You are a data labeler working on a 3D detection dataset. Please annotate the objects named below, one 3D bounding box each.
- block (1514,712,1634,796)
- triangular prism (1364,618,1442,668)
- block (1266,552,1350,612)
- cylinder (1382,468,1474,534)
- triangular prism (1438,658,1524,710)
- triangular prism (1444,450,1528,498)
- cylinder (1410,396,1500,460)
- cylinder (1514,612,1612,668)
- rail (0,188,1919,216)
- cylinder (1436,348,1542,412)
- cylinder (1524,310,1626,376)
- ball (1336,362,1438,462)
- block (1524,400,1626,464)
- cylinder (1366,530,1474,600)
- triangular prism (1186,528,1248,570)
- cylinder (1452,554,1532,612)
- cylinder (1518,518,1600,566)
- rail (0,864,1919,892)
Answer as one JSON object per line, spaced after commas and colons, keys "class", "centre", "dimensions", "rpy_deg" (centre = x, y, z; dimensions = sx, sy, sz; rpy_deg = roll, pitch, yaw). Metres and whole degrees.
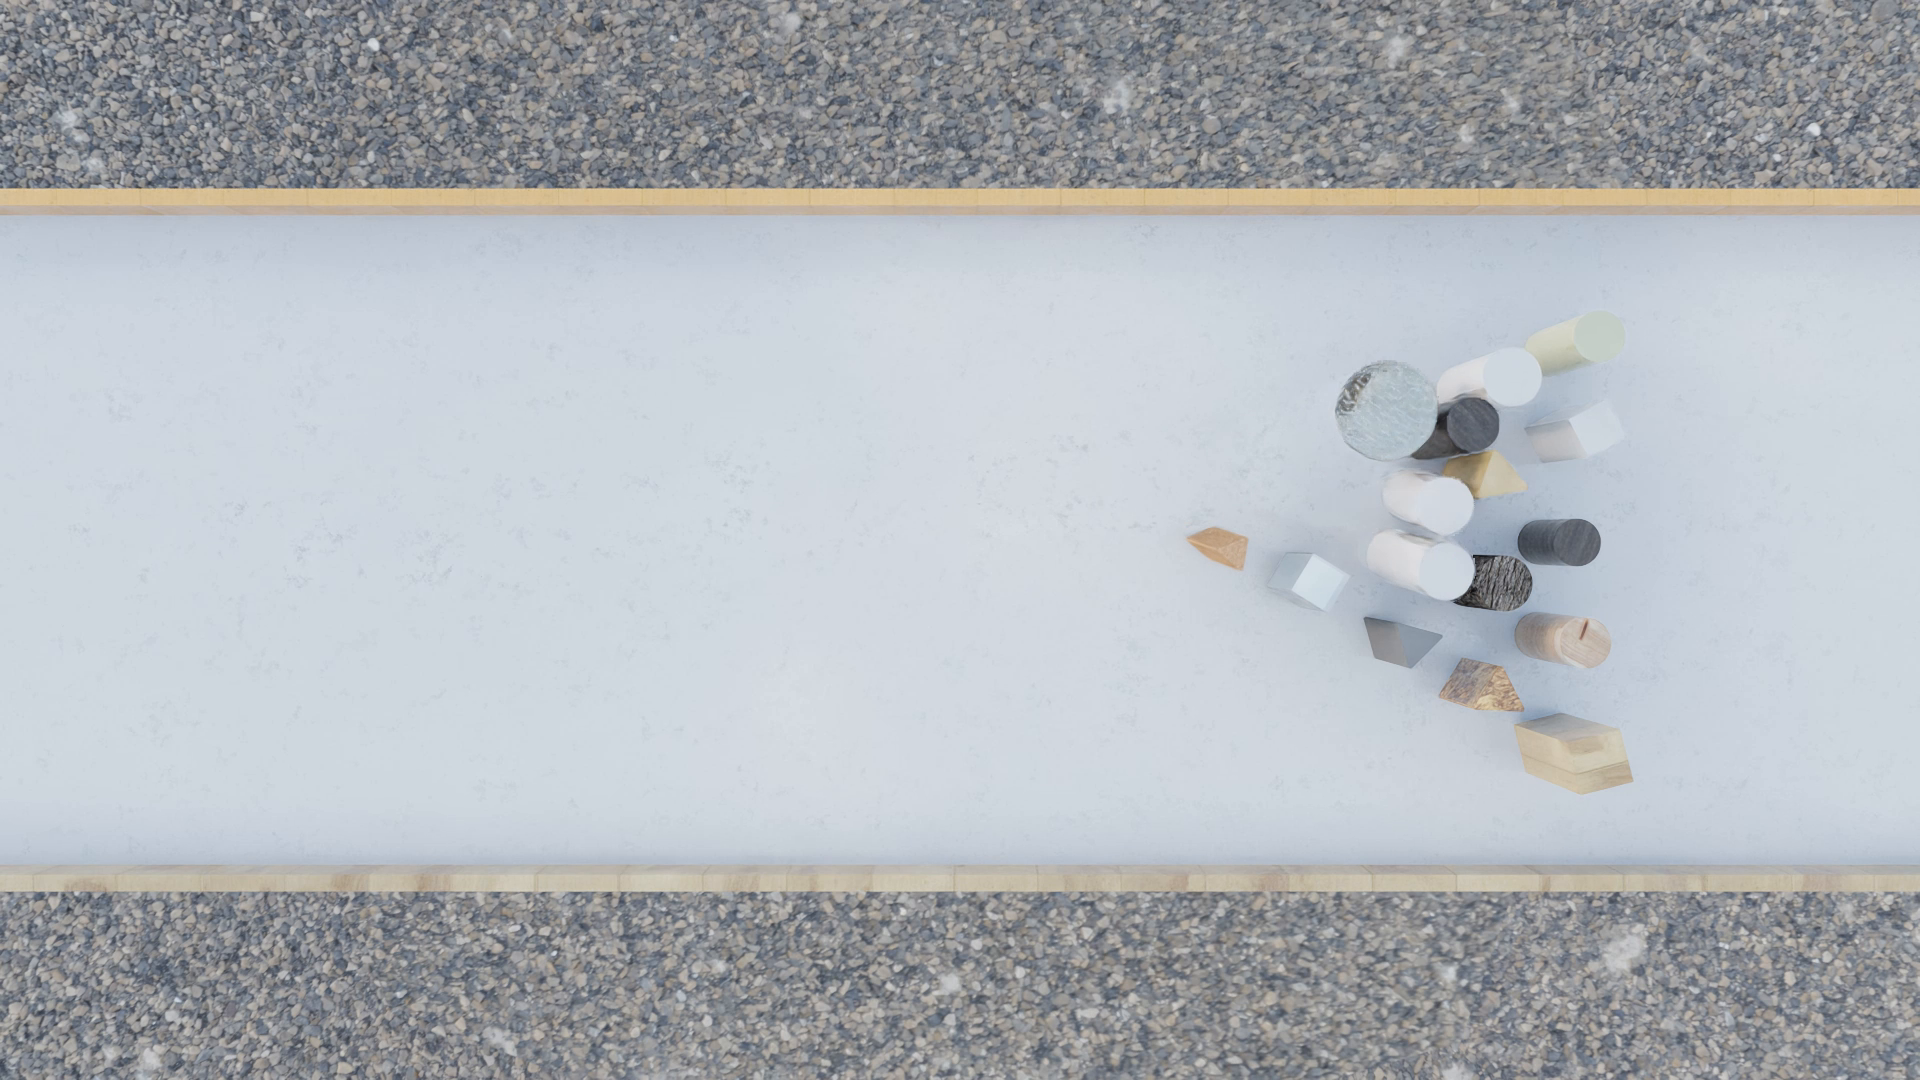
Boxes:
{"class": "block", "centre": [1.796, 0.623, 4.849], "dimensions": [0.152, 0.454, 0.152], "rpy_deg": [-14, 90, 0]}
{"class": "triangular prism", "centre": [1.285, 0.279, 4.882], "dimensions": [0.114, 0.390, 0.132], "rpy_deg": [45, 90, 0]}
{"class": "block", "centre": [1.022, 0.122, 4.874], "dimensions": [0.123, 0.405, 0.123], "rpy_deg": [32, 90, 0]}
{"class": "cylinder", "centre": [1.368, -0.118, 4.843], "dimensions": [0.158, 0.453, 0.158], "rpy_deg": [0, 95, 3]}
{"class": "triangular prism", "centre": [1.547, 0.424, 4.899], "dimensions": [0.144, 0.355, 0.124], "rpy_deg": [2, 90, 0]}
{"class": "triangular prism", "centre": [1.516, -0.192, 4.852], "dimensions": [0.144, 0.448, 0.125], "rpy_deg": [-11, 90, 0]}
{"class": "cylinder", "centre": [1.439, -0.326, 4.874], "dimensions": [0.156, 0.392, 0.156], "rpy_deg": [0, 89, -5]}
{"class": "cylinder", "centre": [1.779, 0.293, 4.882], "dimensions": [0.145, 0.389, 0.145], "rpy_deg": [0, 90, 0]}
{"class": "rail", "centre": [-2.247, -1.025, 5.002], "dimensions": [12.000, 0.150, 0.050], "rpy_deg": [0, 90, 0]}
{"class": "cylinder", "centre": [1.550, -0.458, 4.854], "dimensions": [0.167, 0.444, 0.167], "rpy_deg": [0, 90, 0]}
{"class": "cylinder", "centre": [1.809, -0.576, 4.871], "dimensions": [0.147, 0.411, 0.147], "rpy_deg": [0, 90, 0]}
{"class": "ball", "centre": [1.231, -0.371, 4.763], "dimensions": [0.287, 0.287, 0.287], "rpy_deg": [0, 90, 0]}
{"class": "block", "centre": [1.819, -0.319, 4.891], "dimensions": [0.123, 0.371, 0.123], "rpy_deg": [-28, 90, 0]}
{"class": "cylinder", "centre": [1.349, 0.069, 4.857], "dimensions": [0.163, 0.420, 0.163], "rpy_deg": [-1, 96, -6]}
{"class": "triangular prism", "centre": [0.779, 0.009, 4.911], "dimensions": [0.098, 0.319, 0.084], "rpy_deg": [39, 89, -11]}
{"class": "cylinder", "centre": [1.562, 0.125, 4.902], "dimensions": [0.161, 0.349, 0.161], "rpy_deg": [0, 90, 0]}
{"class": "cylinder", "centre": [1.785, 0.007, 4.923], "dimensions": [0.139, 0.307, 0.139], "rpy_deg": [0, 90, 0]}
{"class": "rail", "centre": [-2.247, 1.025, 5.001], "dimensions": [12.000, 0.150, 0.050], "rpy_deg": [0, 90, 0]}
